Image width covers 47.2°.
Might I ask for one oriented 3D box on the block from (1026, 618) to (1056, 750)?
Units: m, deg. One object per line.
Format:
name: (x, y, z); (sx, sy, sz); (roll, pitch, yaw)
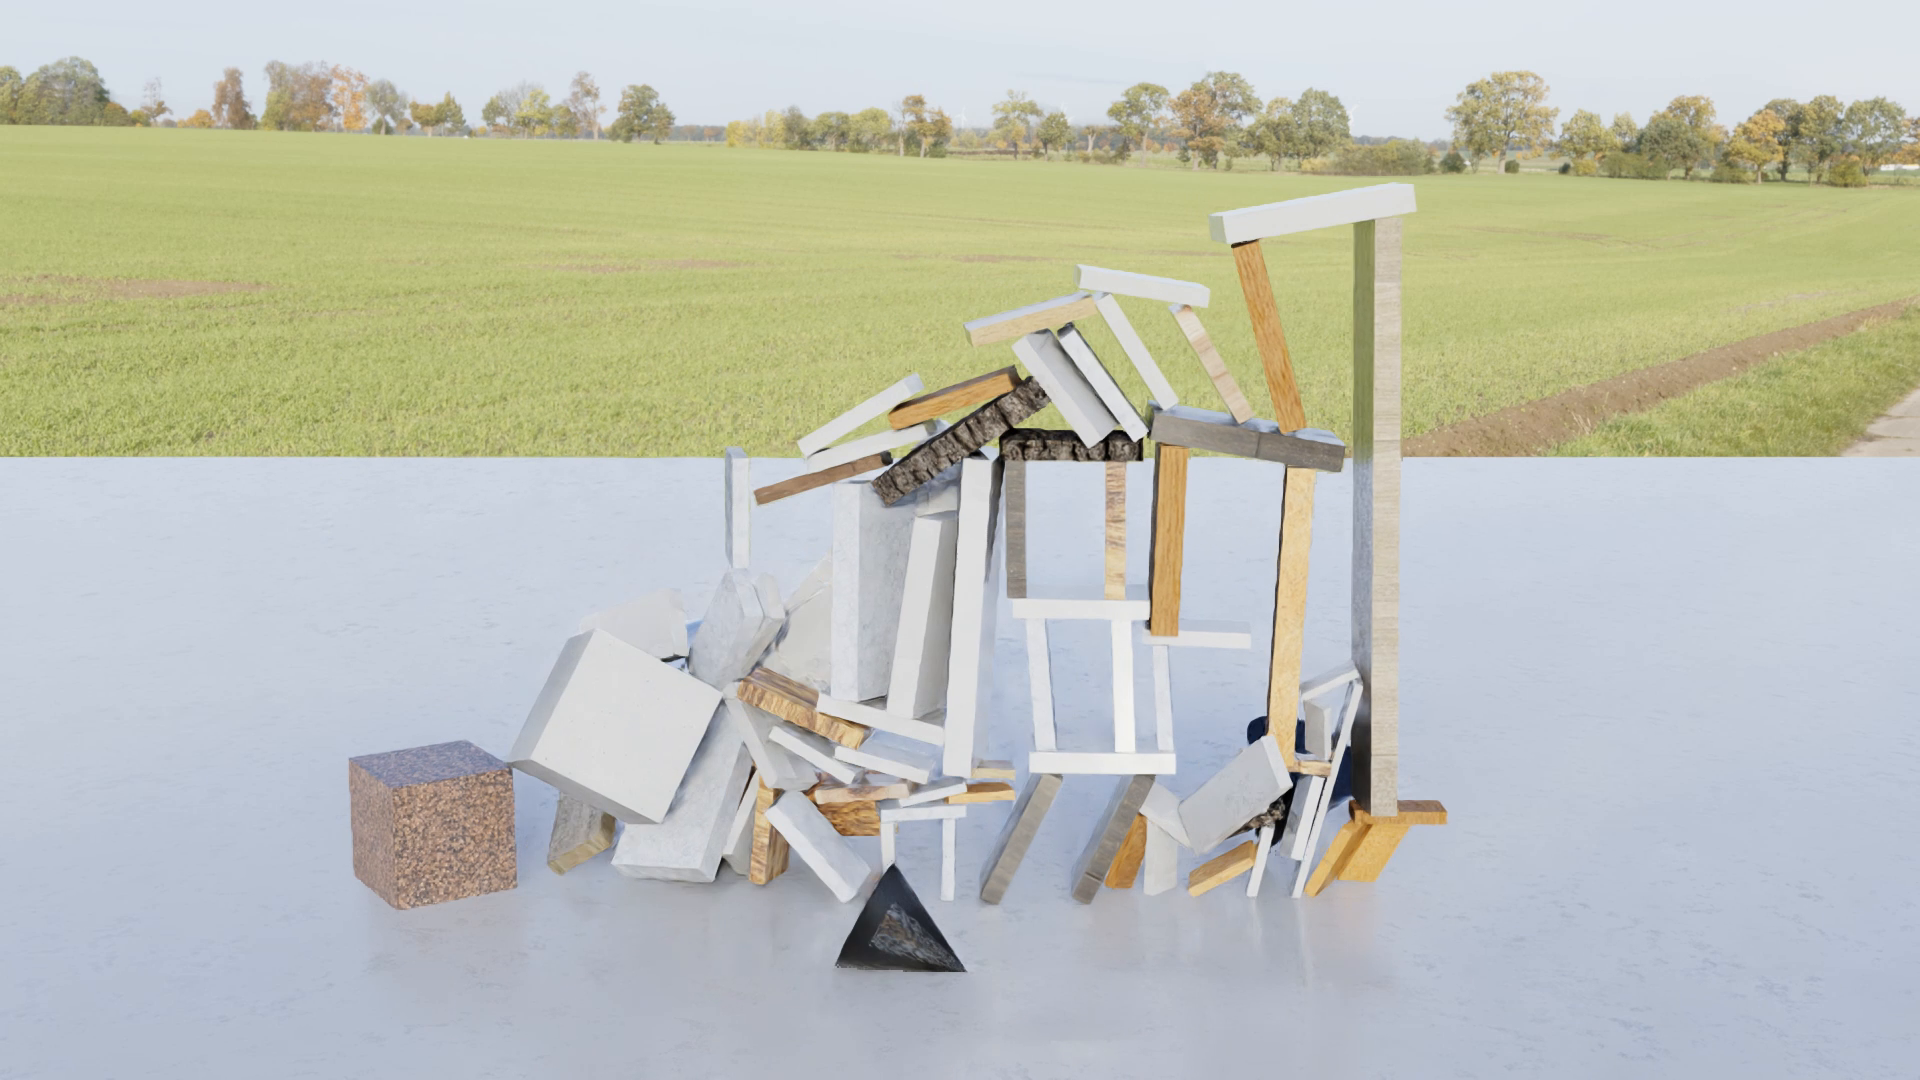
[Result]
block: (0.133, 0.223, 3.600); (0.031, 0.220, 0.110); (-4, 11, 4)

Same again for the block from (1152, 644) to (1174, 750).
block: (0.333, 0.247, 3.599); (0.025, 0.174, 0.087); (-3, 12, 6)

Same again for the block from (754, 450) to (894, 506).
block: (-0.222, -0.103, 3.583); (0.217, 0.026, 0.091); (-17, 3, 10)

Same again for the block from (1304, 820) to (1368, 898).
block: (0.625, 0.520, 3.642); (0.021, 0.149, 0.074); (38, 35, 22)

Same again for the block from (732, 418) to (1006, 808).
block: (-0.232, 0.162, 3.885); (0.177, 0.833, 0.050); (42, 9, 12)

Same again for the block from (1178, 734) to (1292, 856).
block: (0.437, 0.411, 3.515); (0.025, 0.087, 0.294); (-7, -25, -27)

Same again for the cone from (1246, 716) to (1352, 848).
cone: (0.559, 0.461, 3.811); (0.224, 0.224, 0.224); (17, 27, -9)

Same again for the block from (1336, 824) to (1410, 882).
block: (0.691, 0.512, 3.678); (0.074, 0.149, 0.021); (6, 36, -25)

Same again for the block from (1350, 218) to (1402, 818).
block: (0.666, -0.036, 3.525); (0.042, 0.945, 0.149); (-1, 7, -2)

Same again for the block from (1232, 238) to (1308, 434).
block: (0.487, -0.327, 3.470); (0.042, 0.299, 0.149); (-15, 10, 9)

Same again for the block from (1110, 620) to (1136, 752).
block: (0.265, 0.226, 3.593); (0.031, 0.220, 0.110); (-2, 10, 2)

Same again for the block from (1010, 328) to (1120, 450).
block: (0.167, -0.242, 3.442); (0.028, 0.200, 0.100); (-37, 2, 28)

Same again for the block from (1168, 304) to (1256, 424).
block: (0.398, -0.283, 3.485); (0.029, 0.203, 0.101); (-31, 10, 5)

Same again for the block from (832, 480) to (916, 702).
block: (-0.141, 0.079, 3.635); (0.050, 0.354, 0.177); (4, 5, 30)

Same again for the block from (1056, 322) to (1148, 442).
block: (0.225, -0.250, 3.463); (0.028, 0.200, 0.100); (-36, 11, 8)

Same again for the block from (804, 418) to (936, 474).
block: (-0.143, -0.156, 3.546); (0.202, 0.029, 0.101); (-17, 7, 11)

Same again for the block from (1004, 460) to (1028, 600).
block: (0.091, -0.028, 3.548); (0.032, 0.226, 0.113); (0, 12, 3)

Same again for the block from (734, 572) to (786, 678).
block: (-0.351, 0.145, 3.719); (0.026, 0.091, 0.183); (5, -37, -30)

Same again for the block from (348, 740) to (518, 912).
block: (-0.889, 0.477, 3.708); (0.209, 0.209, 0.209); (-7, 13, -33)

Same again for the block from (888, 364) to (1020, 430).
block: (-0.008, -0.226, 3.484); (0.202, 0.029, 0.101); (-18, 9, 12)

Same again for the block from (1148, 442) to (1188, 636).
block: (0.332, -0.012, 3.533); (0.043, 0.304, 0.152); (2, 12, 2)

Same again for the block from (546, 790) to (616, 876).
block: (-0.648, 0.466, 3.818); (0.118, 0.033, 0.236); (-31, 30, 18)

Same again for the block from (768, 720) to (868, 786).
block: (-0.232, 0.349, 3.639); (0.158, 0.022, 0.079); (30, 13, 11)

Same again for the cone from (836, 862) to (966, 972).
cone: (-0.066, 0.611, 3.334); (0.179, 0.179, 0.179); (29, 15, 6)

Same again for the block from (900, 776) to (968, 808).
block: (-0.046, 0.413, 3.629); (0.112, 0.016, 0.056); (-13, 10, -1)

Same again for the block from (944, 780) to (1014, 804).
block: (0.029, 0.420, 3.655); (0.112, 0.016, 0.056); (-3, 10, -14)

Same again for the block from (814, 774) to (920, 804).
block: (-0.152, 0.408, 3.632); (0.157, 0.022, 0.079); (-6, 9, 14)

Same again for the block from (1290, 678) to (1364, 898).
block: (0.599, 0.405, 3.602); (0.014, 0.392, 0.048); (12, 19, -1)

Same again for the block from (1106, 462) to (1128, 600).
block: (0.253, -0.027, 3.545); (0.032, 0.226, 0.113); (1, 12, 6)

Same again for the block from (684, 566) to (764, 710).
block: (-0.403, 0.168, 3.746); (0.033, 0.236, 0.118); (4, 43, -30)

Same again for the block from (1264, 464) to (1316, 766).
block: (0.530, 0.112, 3.538); (0.043, 0.477, 0.152); (4, 9, 6)

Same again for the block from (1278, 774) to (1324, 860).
block: (0.556, 0.450, 3.582); (0.020, 0.138, 0.069); (17, -4, -8)

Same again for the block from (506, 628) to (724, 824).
block: (-0.575, 0.312, 3.643); (0.235, 0.235, 0.235); (29, -16, -16)

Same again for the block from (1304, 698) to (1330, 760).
block: (0.580, 0.306, 3.570); (0.014, 0.096, 0.048); (-21, 30, -28)

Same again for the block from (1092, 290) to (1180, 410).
block: (0.274, -0.302, 3.475); (0.029, 0.202, 0.101); (-33, 11, 4)

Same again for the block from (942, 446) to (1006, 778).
block: (0.026, 0.114, 3.571); (0.046, 0.515, 0.162); (6, 10, 10)

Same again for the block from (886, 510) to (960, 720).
block: (-0.046, 0.119, 3.592); (0.046, 0.324, 0.162); (11, 8, 20)

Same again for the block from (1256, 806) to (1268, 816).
block: (0.460, 0.427, 3.634); (0.020, 0.069, 0.138); (39, -35, -23)
